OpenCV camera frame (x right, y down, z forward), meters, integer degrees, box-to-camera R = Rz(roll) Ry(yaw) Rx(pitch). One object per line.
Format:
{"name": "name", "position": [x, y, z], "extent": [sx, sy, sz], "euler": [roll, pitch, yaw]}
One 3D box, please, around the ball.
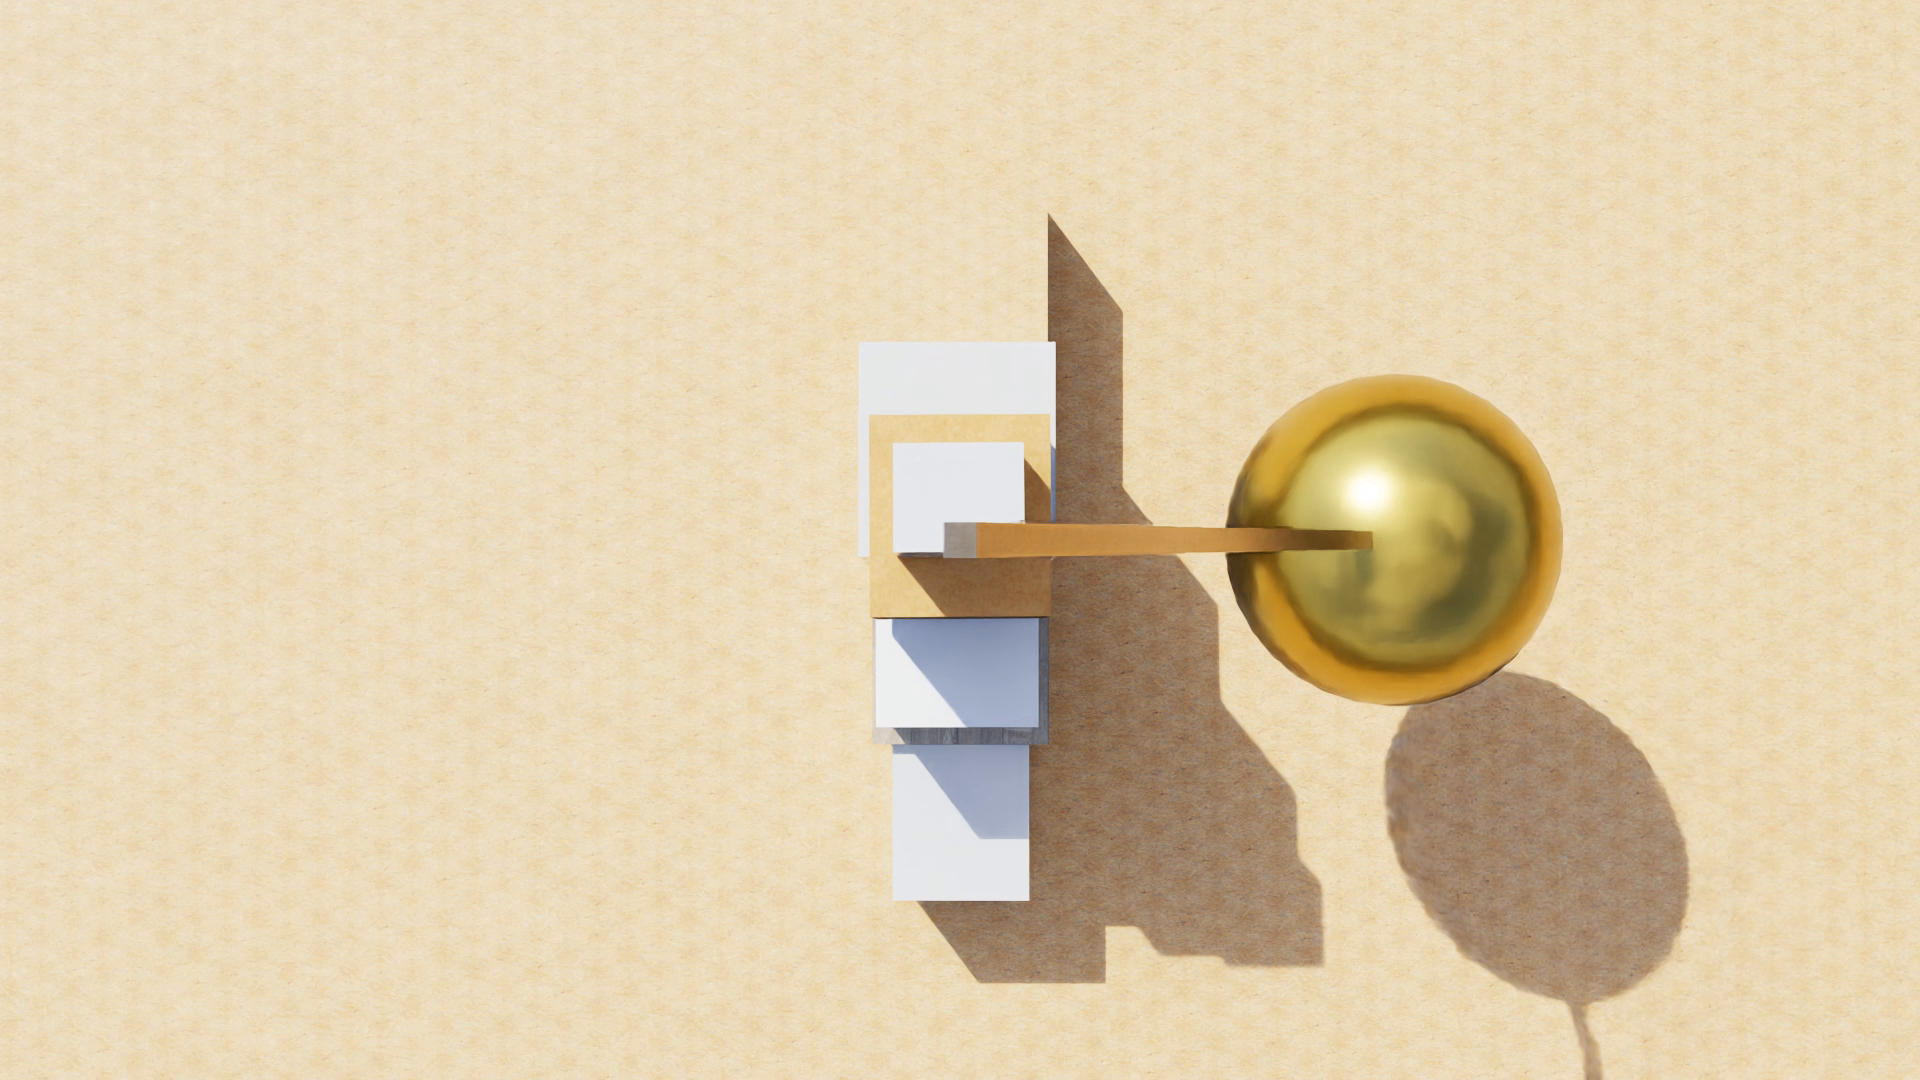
{"name": "ball", "position": [2.074, 0.000, 10.566], "extent": [1.600, 1.600, 1.600], "euler": [0, 90, 0]}

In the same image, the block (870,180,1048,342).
{"name": "block", "position": [-0.007, -1.474, 12.559], "extent": [0.980, 0.883, 1.025], "euler": [0, 90, 0]}

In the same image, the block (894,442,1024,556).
{"name": "block", "position": [-0.006, -0.174, 9.829], "extent": [0.570, 0.520, 0.476], "euler": [0, 87, 0]}

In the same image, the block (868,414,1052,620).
{"name": "block", "position": [0.001, -0.092, 10.562], "extent": [0.833, 0.951, 0.931], "euler": [0, 87, 0]}

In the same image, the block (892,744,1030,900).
{"name": "block", "position": [0.005, 1.557, 12.558], "extent": [0.752, 0.884, 0.859], "euler": [0, 90, 0]}

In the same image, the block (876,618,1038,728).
{"name": "block", "position": [-0.014, 0.546, 11.584], "extent": [0.824, 0.885, 0.804], "euler": [0, 90, 0]}

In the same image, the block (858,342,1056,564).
{"name": "block", "position": [-0.015, -0.434, 11.553], "extent": [0.990, 0.996, 1.082], "euler": [0, 87, 0]}

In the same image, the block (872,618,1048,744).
{"name": "block", "position": [0.003, 0.610, 12.513], "extent": [0.966, 0.974, 1.015], "euler": [0, 90, 0]}

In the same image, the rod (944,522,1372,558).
{"name": "rod", "position": [0.899, 0.000, 7.375], "extent": [0.080, 5.200, 0.080], "euler": [0, 90, 20]}
